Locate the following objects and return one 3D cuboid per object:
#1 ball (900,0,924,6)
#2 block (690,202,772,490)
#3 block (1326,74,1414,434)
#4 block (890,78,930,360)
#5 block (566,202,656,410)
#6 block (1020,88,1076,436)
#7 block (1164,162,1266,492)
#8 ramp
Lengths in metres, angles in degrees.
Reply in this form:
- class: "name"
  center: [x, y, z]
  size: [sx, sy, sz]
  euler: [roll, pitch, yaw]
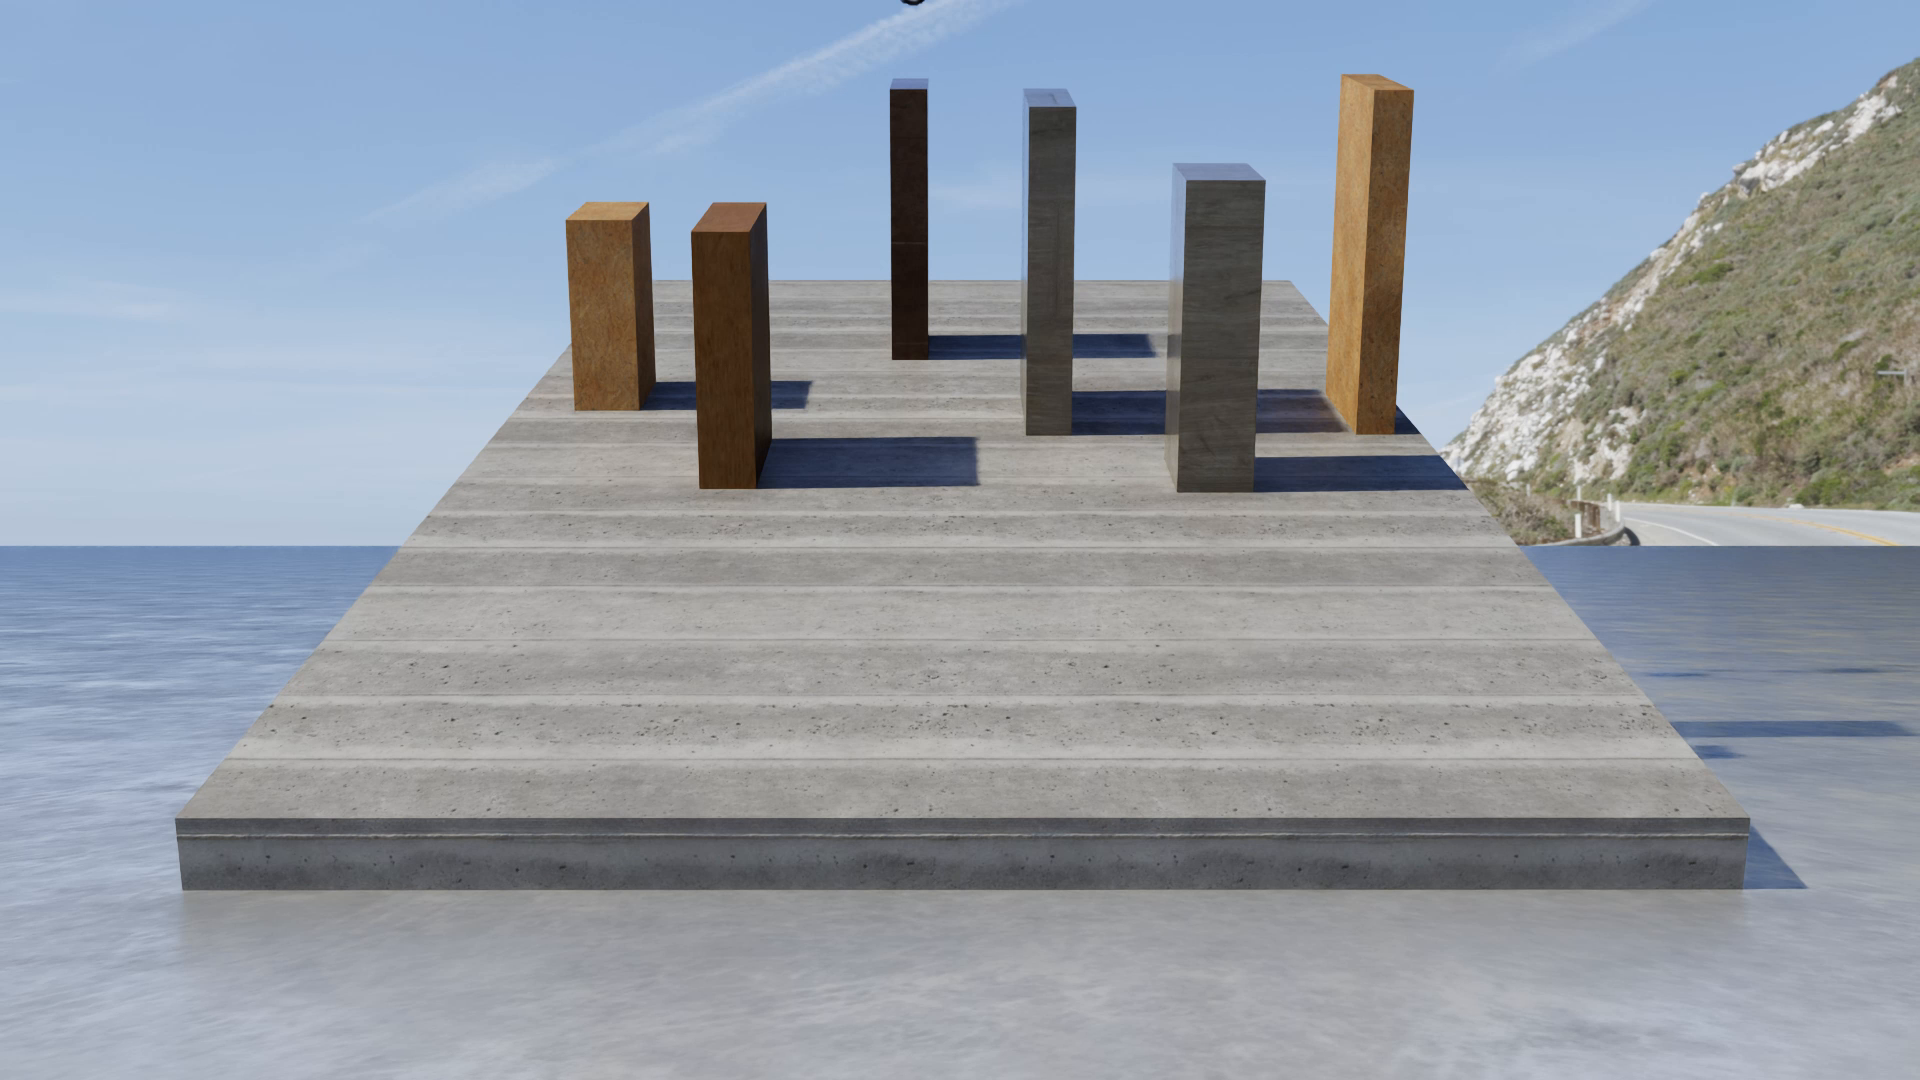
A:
- class: "ball"
  center: [-0.129, -1.516, 6.043]
  size: [0.108, 0.108, 0.108]
  euler: [0, 0, 0]
- class: "block"
  center: [-0.456, -0.400, 4.464]
  size: [0.111, 0.505, 0.409]
  euler: [0, 16, 0]
- class: "block"
  center: [0.895, -0.636, 4.868]
  size: [0.083, 0.731, 0.407]
  euler: [0, 16, 0]
- class: "block"
  center: [-0.125, -0.812, 5.577]
  size: [0.091, 0.665, 0.311]
  euler: [0, 16, 0]
- class: "block"
  center: [-0.796, -0.539, 5.069]
  size: [0.145, 0.429, 0.295]
  euler: [0, 16, 0]
- class: "block"
  center: [0.190, -0.620, 4.872]
  size: [0.098, 0.698, 0.431]
  euler: [0, 16, 0]
- class: "block"
  center: [0.497, -0.421, 4.362]
  size: [0.149, 0.606, 0.270]
  euler: [0, 16, 0]
- class: "ramp"
  center: [-0.002, -0.166, 4.742]
  size: [2.000, 0.100, 4.000]
  euler: [0, 16, 0]
